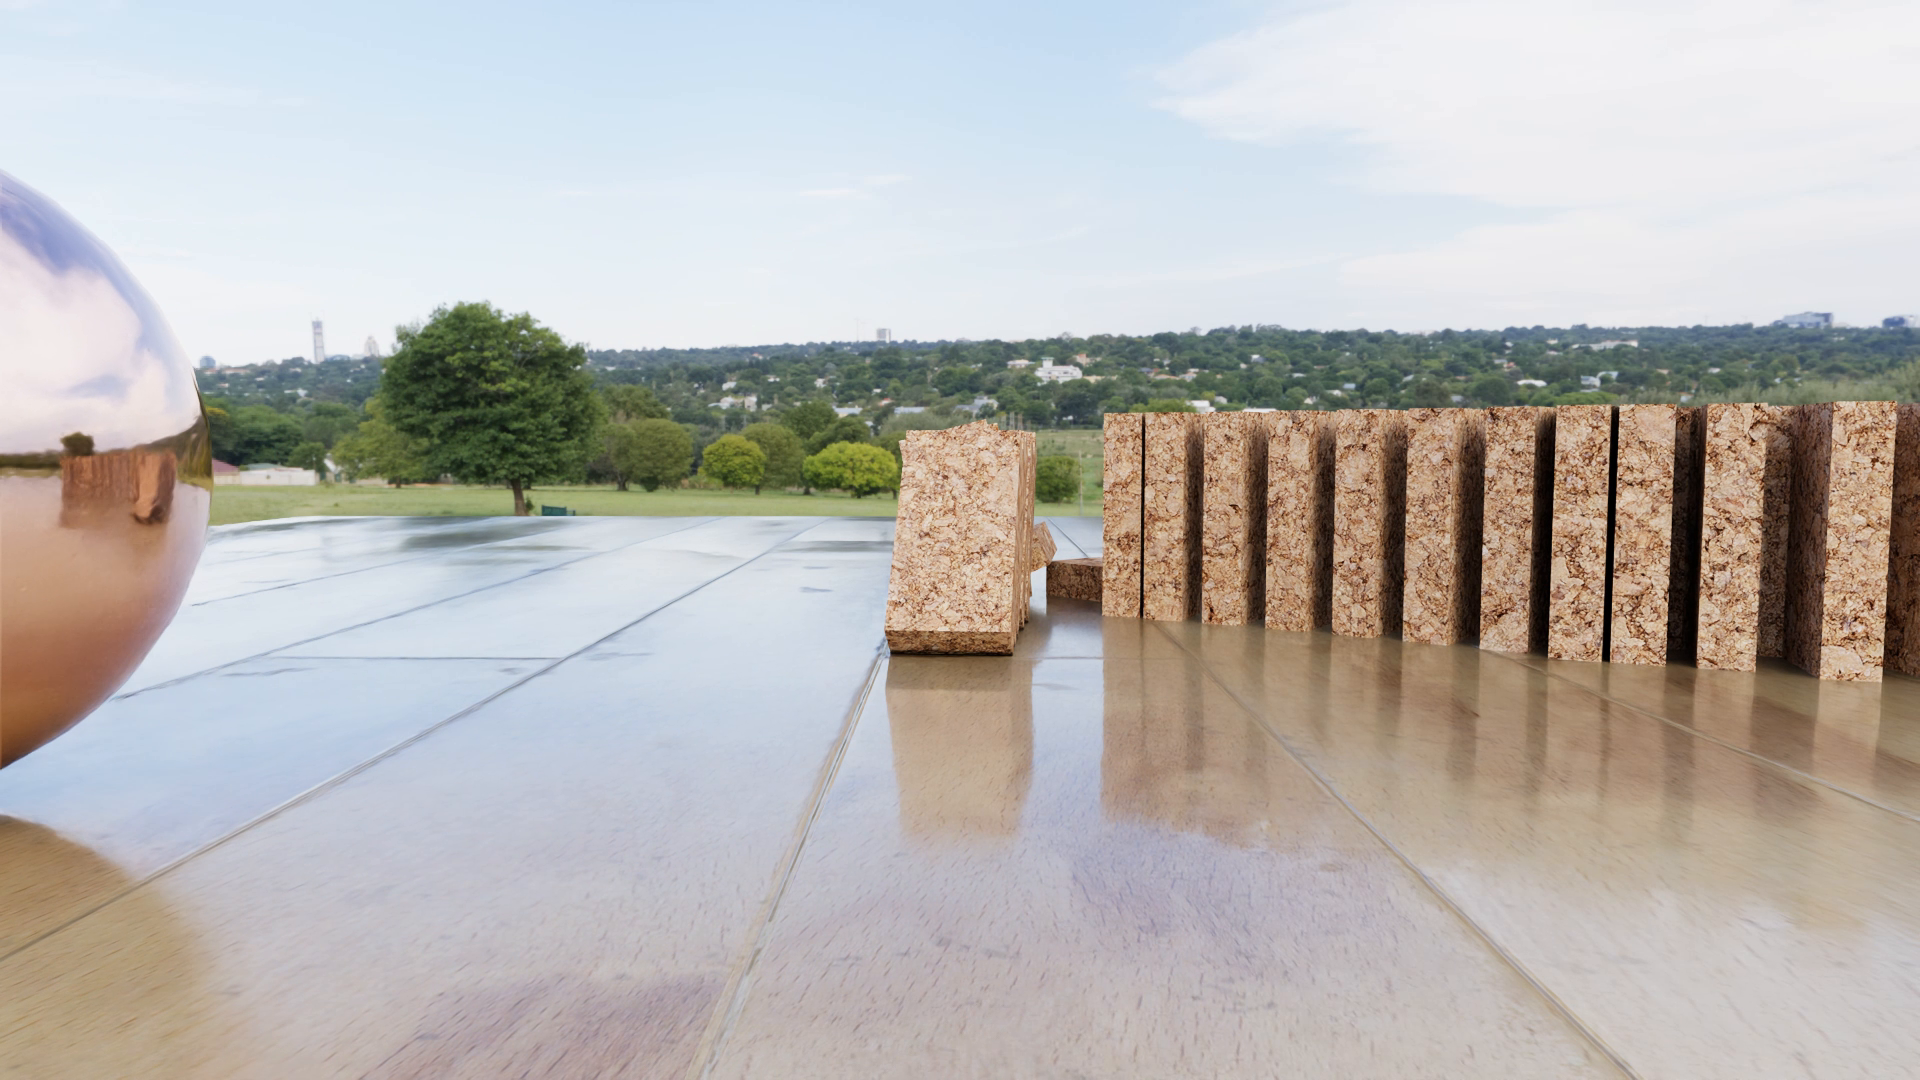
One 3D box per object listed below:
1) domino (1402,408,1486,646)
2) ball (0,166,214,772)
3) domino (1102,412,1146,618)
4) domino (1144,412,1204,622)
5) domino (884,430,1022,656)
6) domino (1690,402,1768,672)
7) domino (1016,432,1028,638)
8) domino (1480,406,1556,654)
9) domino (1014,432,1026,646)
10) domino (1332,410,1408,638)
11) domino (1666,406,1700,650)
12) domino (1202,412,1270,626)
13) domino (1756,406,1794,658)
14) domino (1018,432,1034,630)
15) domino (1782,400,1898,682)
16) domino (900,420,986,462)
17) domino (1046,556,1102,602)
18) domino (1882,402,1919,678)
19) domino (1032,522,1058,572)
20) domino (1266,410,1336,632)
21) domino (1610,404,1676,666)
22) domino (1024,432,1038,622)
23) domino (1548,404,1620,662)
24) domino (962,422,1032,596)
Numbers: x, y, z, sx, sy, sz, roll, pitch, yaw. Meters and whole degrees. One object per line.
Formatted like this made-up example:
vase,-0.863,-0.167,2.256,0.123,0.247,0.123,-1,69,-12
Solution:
domino,0.107,-0.004,0.282,0.010,0.050,0.025,4,6,40
ball,-0.130,-0.008,0.144,0.080,0.080,0.080,0,4,0
domino,0.044,-0.007,0.326,0.010,0.050,0.025,2,5,22
domino,0.054,-0.006,0.319,0.009,0.050,0.025,2,5,25
domino,0.000,0.000,0.270,0.025,0.050,0.010,0,-33,6
domino,0.150,-0.001,0.251,0.010,0.050,0.025,2,5,27
domino,0.002,-0.002,0.294,0.025,0.050,0.010,0,-33,7
domino,0.120,-0.003,0.271,0.010,0.050,0.025,4,6,40
domino,0.001,-0.001,0.282,0.025,0.050,0.009,1,-33,7
domino,0.095,-0.004,0.292,0.010,0.050,0.025,3,5,38
domino,0.156,-0.003,0.274,0.025,0.050,0.009,-3,5,-35
domino,0.068,-0.006,0.311,0.010,0.050,0.025,3,5,33
domino,0.169,-0.002,0.266,0.010,0.050,0.025,2,5,23
domino,0.004,-0.003,0.305,0.025,0.050,0.010,1,-33,7
domino,0.164,0.000,0.241,0.010,0.050,0.025,1,5,19
domino,0.000,-0.008,0.346,0.025,0.050,0.009,-14,-36,2
domino,0.052,0.010,0.368,0.050,0.010,0.025,-3,5,-38
domino,0.180,0.000,0.238,0.010,0.050,0.025,0,4,3
domino,0.014,0.005,0.369,0.025,0.009,0.050,-24,1,8
domino,0.082,-0.005,0.302,0.010,0.050,0.025,3,5,36
domino,0.137,-0.002,0.257,0.010,0.050,0.025,2,5,29
domino,0.005,-0.004,0.317,0.025,0.050,0.010,1,-33,7
domino,0.127,-0.002,0.261,0.010,0.050,0.025,3,5,31
domino,0.002,-0.006,0.332,0.025,0.050,0.010,-10,-36,0
